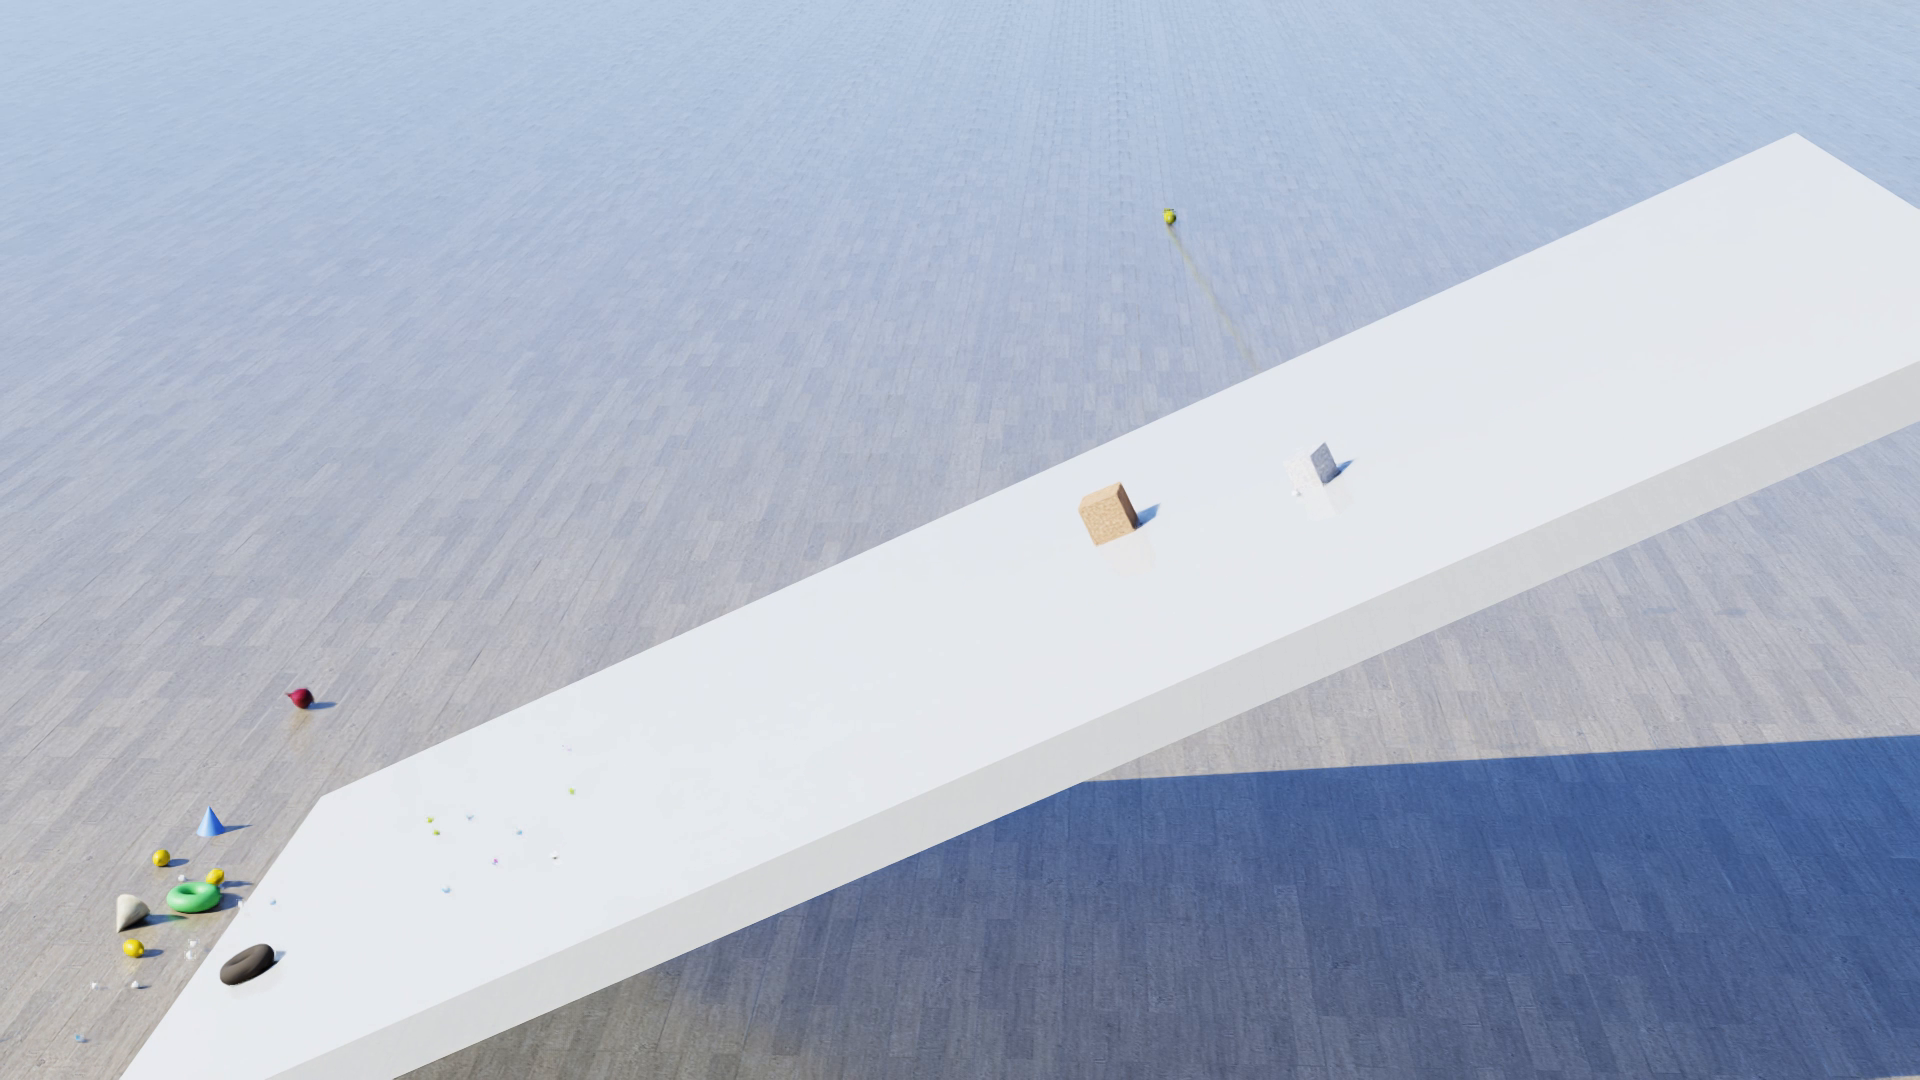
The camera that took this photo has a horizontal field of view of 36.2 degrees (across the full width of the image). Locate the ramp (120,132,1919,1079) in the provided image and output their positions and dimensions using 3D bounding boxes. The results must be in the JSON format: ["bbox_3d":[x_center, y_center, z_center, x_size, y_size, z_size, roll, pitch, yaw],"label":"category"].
[{"bbox_3d":[0.136,0.169,6.282,4.000,0.100,2.000,-24,13,9],"label":"ramp"}]

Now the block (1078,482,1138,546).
[{"bbox_3d":[0.321,-0.056,6.369,0.092,0.092,0.092,-23,14,16],"label":"block"}]

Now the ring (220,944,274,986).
[{"bbox_3d":[-1.525,0.908,6.291,0.125,0.042,0.125,-26,12,6],"label":"ring"}]

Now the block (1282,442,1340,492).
[{"bbox_3d":[0.718,-0.149,6.022,0.070,0.070,0.070,-14,18,43],"label":"block"}]

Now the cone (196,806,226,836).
[{"bbox_3d":[-1.926,0.715,7.553,0.071,0.071,0.071,0,16,0],"label":"cone"}]

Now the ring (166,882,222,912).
[{"bbox_3d":[-1.847,0.861,7.093,0.128,0.043,0.128,0,14,0],"label":"ring"}]

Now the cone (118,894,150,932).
[{"bbox_3d":[-1.978,0.899,6.969,0.083,0.083,0.083,5,43,17],"label":"cone"}]
